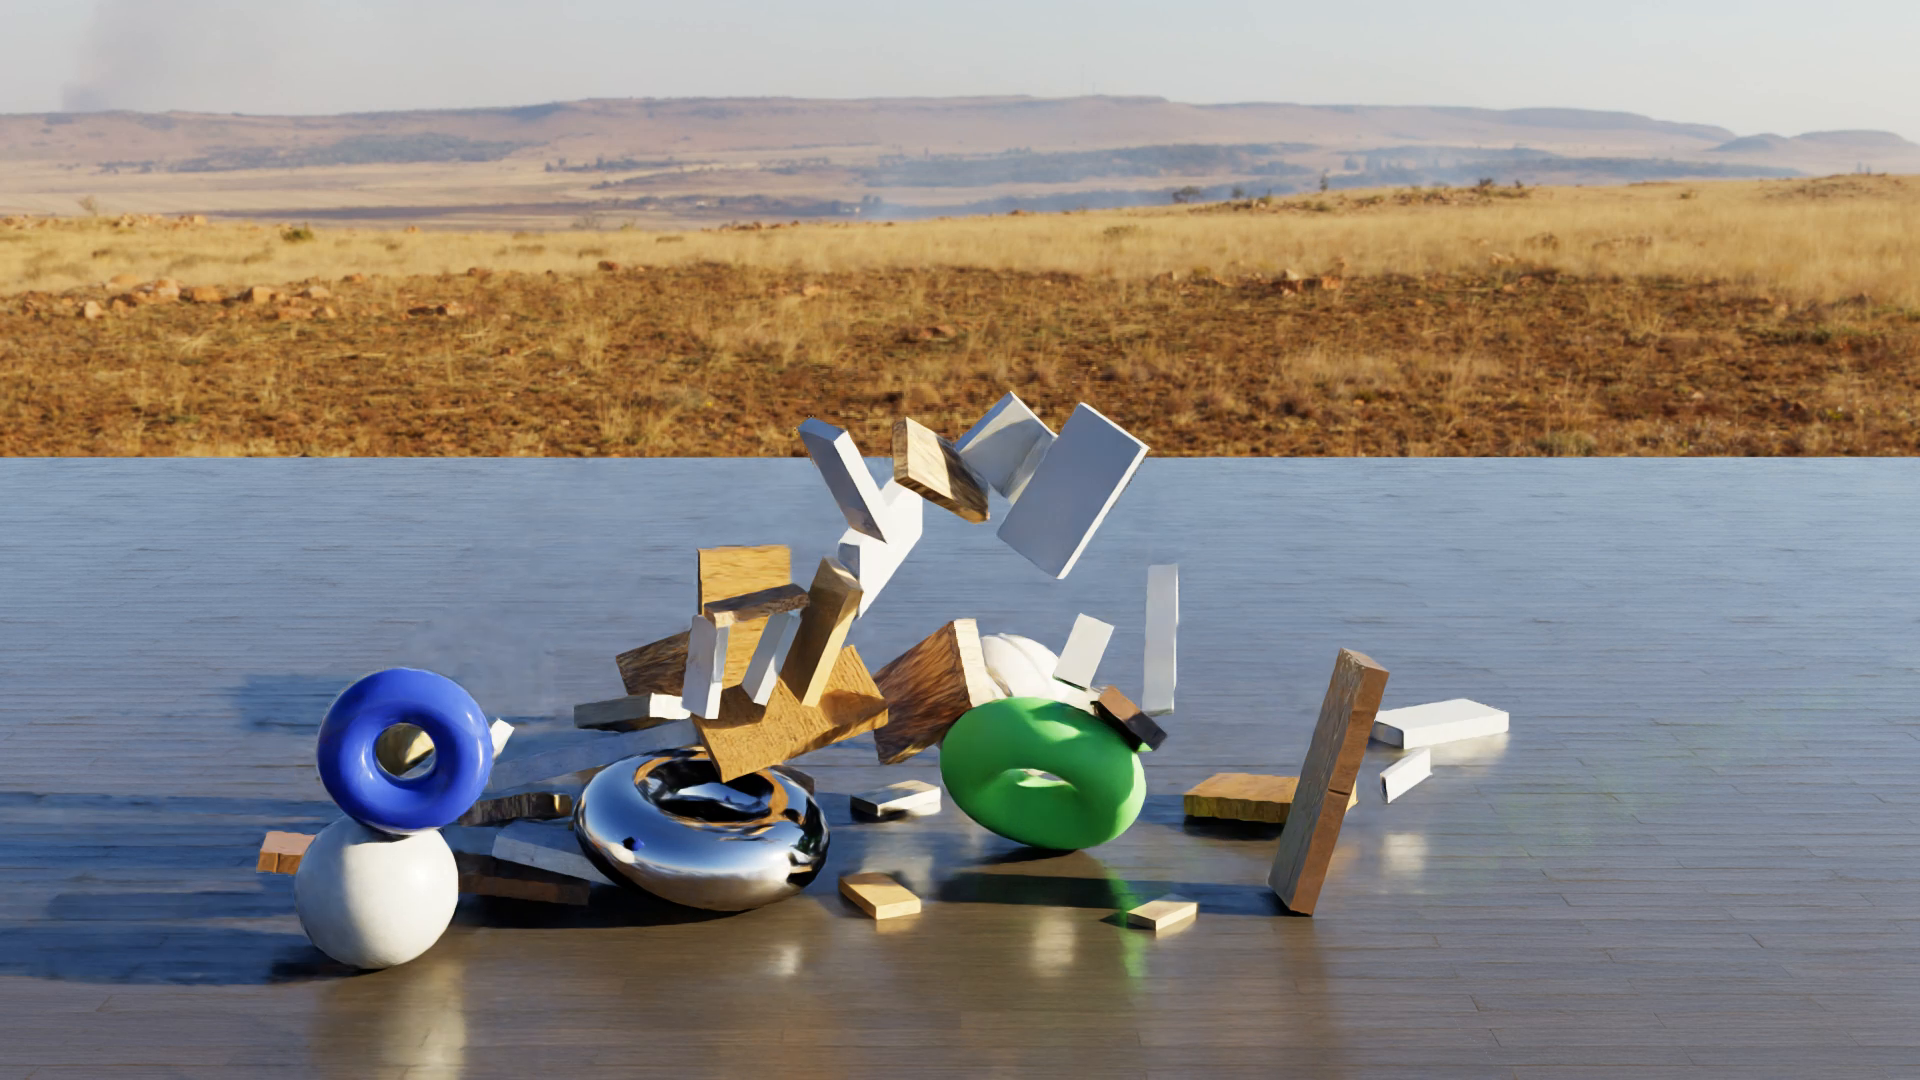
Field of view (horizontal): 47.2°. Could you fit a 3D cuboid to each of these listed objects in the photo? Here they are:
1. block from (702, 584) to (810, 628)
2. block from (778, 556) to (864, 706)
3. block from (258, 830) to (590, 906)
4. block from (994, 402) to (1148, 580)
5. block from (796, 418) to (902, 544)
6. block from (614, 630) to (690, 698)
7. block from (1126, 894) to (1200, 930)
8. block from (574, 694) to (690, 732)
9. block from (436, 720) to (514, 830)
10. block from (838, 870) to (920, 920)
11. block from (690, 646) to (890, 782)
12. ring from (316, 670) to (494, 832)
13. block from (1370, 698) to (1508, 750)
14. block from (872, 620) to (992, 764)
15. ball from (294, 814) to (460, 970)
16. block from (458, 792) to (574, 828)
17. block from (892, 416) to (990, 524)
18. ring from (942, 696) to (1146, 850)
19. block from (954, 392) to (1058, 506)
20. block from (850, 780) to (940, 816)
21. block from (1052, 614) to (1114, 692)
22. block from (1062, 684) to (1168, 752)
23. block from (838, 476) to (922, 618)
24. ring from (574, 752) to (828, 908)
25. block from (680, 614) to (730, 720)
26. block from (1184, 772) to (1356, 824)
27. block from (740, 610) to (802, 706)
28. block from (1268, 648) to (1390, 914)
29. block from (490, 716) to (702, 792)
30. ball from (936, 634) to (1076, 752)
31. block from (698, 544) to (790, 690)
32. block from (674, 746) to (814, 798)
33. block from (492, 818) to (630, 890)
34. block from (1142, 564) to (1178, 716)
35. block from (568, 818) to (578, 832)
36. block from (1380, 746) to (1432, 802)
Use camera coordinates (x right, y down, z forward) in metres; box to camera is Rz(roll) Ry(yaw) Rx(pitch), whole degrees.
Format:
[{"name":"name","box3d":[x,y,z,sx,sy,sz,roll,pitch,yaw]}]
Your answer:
[{"name":"block","box3d":[-0.338,0.108,3.653,0.161,0.023,0.081,-13,15,-18]},{"name":"block","box3d":[-0.236,0.154,3.693,0.030,0.229,0.105,8,25,-36]},{"name":"block","box3d":[-0.871,0.538,3.603,0.523,0.032,0.112,9,8,-13]},{"name":"block","box3d":[0.179,-0.078,3.542,0.128,0.257,0.036,36,13,18]},{"name":"block","box3d":[-0.175,-0.093,3.481,0.030,0.210,0.105,-41,35,-21]},{"name":"block","box3d":[-0.567,0.270,4.694,0.306,0.153,0.043,-19,-2,8]},{"name":"block","box3d":[0.329,0.602,3.561,0.058,0.017,0.117,9,14,41]},{"name":"block","box3d":[-0.639,0.355,4.475,0.158,0.045,0.316,10,-14,-37]},{"name":"block","box3d":[-0.857,0.409,3.850,0.032,0.112,0.223,32,22,-2]},{"name":"block","box3d":[-0.134,0.586,3.632,0.078,0.022,0.157,-5,12,-25]},{"name":"block","box3d":[-0.293,0.295,3.762,0.306,0.043,0.153,-18,51,-18]},{"name":"ring","box3d":[-0.819,0.312,3.246,0.255,0.255,0.085,-1,14,-8]},{"name":"block","box3d":[1.003,0.387,4.650,0.283,0.040,0.141,-6,12,-28]},{"name":"block","box3d":[-0.060,0.276,3.948,0.046,0.162,0.323,1,-23,-34]},{"name":"ball","box3d":[-0.885,0.528,3.338,0.242,0.242,0.242,0,11,0]},{"name":"block","box3d":[-0.783,0.478,3.886,0.131,0.037,0.263,-10,-8,3]},{"name":"block","box3d":[-0.030,-0.111,3.557,0.030,0.105,0.210,-20,-31,33]},{"name":"ring","box3d":[0.142,0.407,3.811,0.363,0.363,0.121,3,49,18]},{"name":"block","box3d":[0.125,-0.112,3.602,0.256,0.128,0.036,42,11,-25]},{"name":"block","box3d":[-0.121,0.487,4.161,0.157,0.022,0.078,-10,14,-42]},{"name":"block","box3d":[0.205,0.188,3.669,0.061,0.122,0.017,21,-25,9]},{"name":"block","box3d":[0.260,0.309,3.783,0.128,0.036,0.256,42,-13,-5]},{"name":"block","box3d":[-0.166,-0.005,4.699,0.046,0.162,0.505,6,22,13]},{"name":"ring","box3d":[-0.429,0.479,3.670,0.428,0.143,0.428,10,16,-3]},{"name":"block","box3d":[-0.426,0.211,3.675,0.023,0.161,0.081,4,8,-39]},{"name":"block","box3d":[0.571,0.477,4.059,0.283,0.040,0.141,0,12,36]},{"name":"block","box3d":[-0.317,0.189,3.698,0.023,0.161,0.081,19,9,-26]},{"name":"block","box3d":[0.601,0.393,3.602,0.040,0.416,0.141,15,8,-9]},{"name":"block","box3d":[-0.627,0.372,3.868,0.367,0.043,0.153,-14,-2,4]},{"name":"ball","box3d":[0.079,0.312,4.049,0.278,0.278,0.278,0,11,0]},{"name":"block","box3d":[-0.389,0.175,3.983,0.162,0.323,0.046,-3,10,-14]},{"name":"block","box3d":[-0.433,0.458,4.258,0.158,0.045,0.316,-7,13,-34]},{"name":"block","box3d":[-0.640,0.530,3.701,0.263,0.037,0.131,13,6,2]},{"name":"block","box3d":[0.410,0.200,4.488,0.061,0.017,0.396,-5,45,12]},{"name":"block","box3d":[-0.557,0.524,3.920,0.263,0.037,0.131,7,13,35]},{"name":"block","box3d":[0.828,0.435,4.088,0.117,0.059,0.017,-28,34,-28]}]
